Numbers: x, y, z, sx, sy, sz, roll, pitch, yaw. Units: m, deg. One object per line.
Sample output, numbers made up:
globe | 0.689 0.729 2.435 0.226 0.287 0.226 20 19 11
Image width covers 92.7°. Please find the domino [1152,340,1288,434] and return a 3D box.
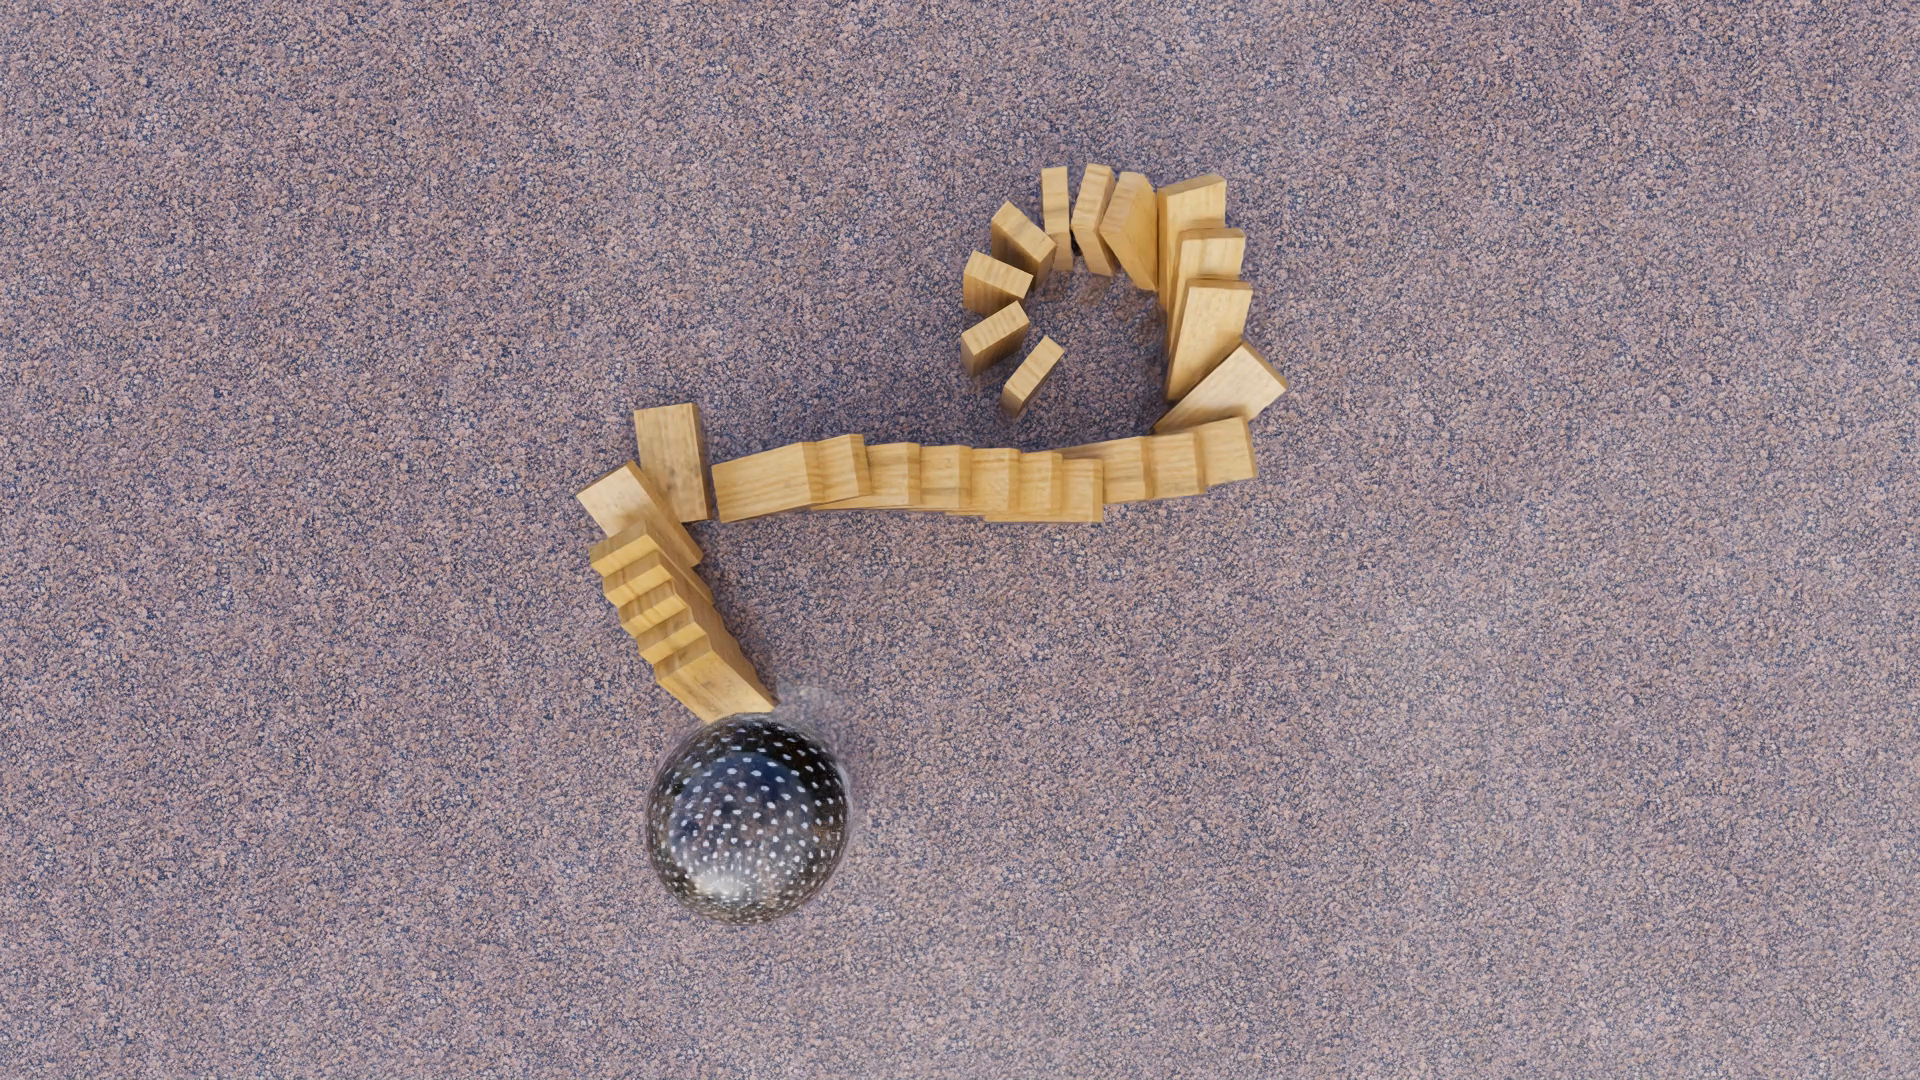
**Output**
domino | 0.108 -0.056 0.382 0.025 0.009 0.050 45 125 -1

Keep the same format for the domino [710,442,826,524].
domino | -0.081 -0.024 0.384 0.050 0.010 0.025 -10 90 29

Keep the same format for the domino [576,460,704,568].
domino | -0.134 -0.006 0.385 0.025 0.010 0.050 -29 111 8

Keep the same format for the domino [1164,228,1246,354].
domino | 0.101 -0.102 0.380 0.025 0.010 0.050 -3 129 -1

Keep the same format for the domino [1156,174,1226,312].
domino | 0.095 -0.122 0.379 0.025 0.010 0.050 -17 131 -6

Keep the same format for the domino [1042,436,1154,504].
domino | 0.054 -0.027 0.384 0.050 0.009 0.025 -6 90 30

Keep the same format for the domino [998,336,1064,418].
domino | 0.028 -0.066 0.375 0.010 0.050 0.025 40 90 0

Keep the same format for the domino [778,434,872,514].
domino | -0.062 -0.027 0.384 0.050 0.009 0.025 -9 90 29

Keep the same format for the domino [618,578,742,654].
domino | -0.115 0.039 0.378 0.025 0.050 0.009 -30 47 0

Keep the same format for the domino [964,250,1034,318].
domino | 0.015 -0.102 0.375 0.025 0.050 0.010 23 90 0

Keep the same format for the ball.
ball | -0.082 0.108 0.360 0.080 0.080 0.080 0 90 0

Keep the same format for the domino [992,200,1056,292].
domino | 0.025 -0.119 0.375 0.025 0.050 0.009 42 93 0

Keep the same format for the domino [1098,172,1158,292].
domino | 0.074 -0.125 0.376 0.010 0.050 0.025 21 88 32

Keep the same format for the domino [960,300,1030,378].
domino | 0.014 -0.081 0.375 0.025 0.050 0.009 -31 90 0

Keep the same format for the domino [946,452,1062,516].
domino | 0.018 -0.023 0.382 0.050 0.010 0.025 1 90 32

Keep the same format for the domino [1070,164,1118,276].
domino | 0.058 -0.129 0.375 0.009 0.050 0.025 16 90 19

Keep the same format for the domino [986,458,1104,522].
domino | 0.035 -0.020 0.383 0.050 0.009 0.025 1 90 32

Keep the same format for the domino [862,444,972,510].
domino | -0.019 -0.026 0.383 0.050 0.010 0.025 1 90 32

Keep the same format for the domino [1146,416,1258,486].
domino | 0.096 -0.034 0.383 0.050 0.010 0.025 -10 94 29

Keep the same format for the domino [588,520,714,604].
domino | -0.126 0.016 0.379 0.025 0.050 0.009 -29 47 0

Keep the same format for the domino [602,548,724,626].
domino | -0.121 0.027 0.378 0.025 0.050 0.009 -29 47 0

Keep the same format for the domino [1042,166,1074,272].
domino | 0.040 -0.130 0.375 0.009 0.050 0.025 -3 90 9

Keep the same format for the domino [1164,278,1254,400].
domino | 0.103 -0.082 0.382 0.025 0.009 0.050 4 126 0

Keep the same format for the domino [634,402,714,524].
domino | -0.123 -0.032 0.395 0.025 0.009 0.050 -8 90 0

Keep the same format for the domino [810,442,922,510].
domino | -0.040 -0.026 0.383 0.050 0.009 0.025 -2 90 30

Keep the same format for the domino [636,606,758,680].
domino | -0.107 0.050 0.379 0.025 0.050 0.010 -30 47 0

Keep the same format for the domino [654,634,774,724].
domino | -0.101 0.061 0.379 0.025 0.050 0.009 -30 47 0

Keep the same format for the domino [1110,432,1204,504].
domino | 0.075 -0.029 0.383 0.050 0.009 0.025 -5 93 30

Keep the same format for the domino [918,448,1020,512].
domino | 0.001 -0.025 0.382 0.050 0.010 0.025 1 90 32
